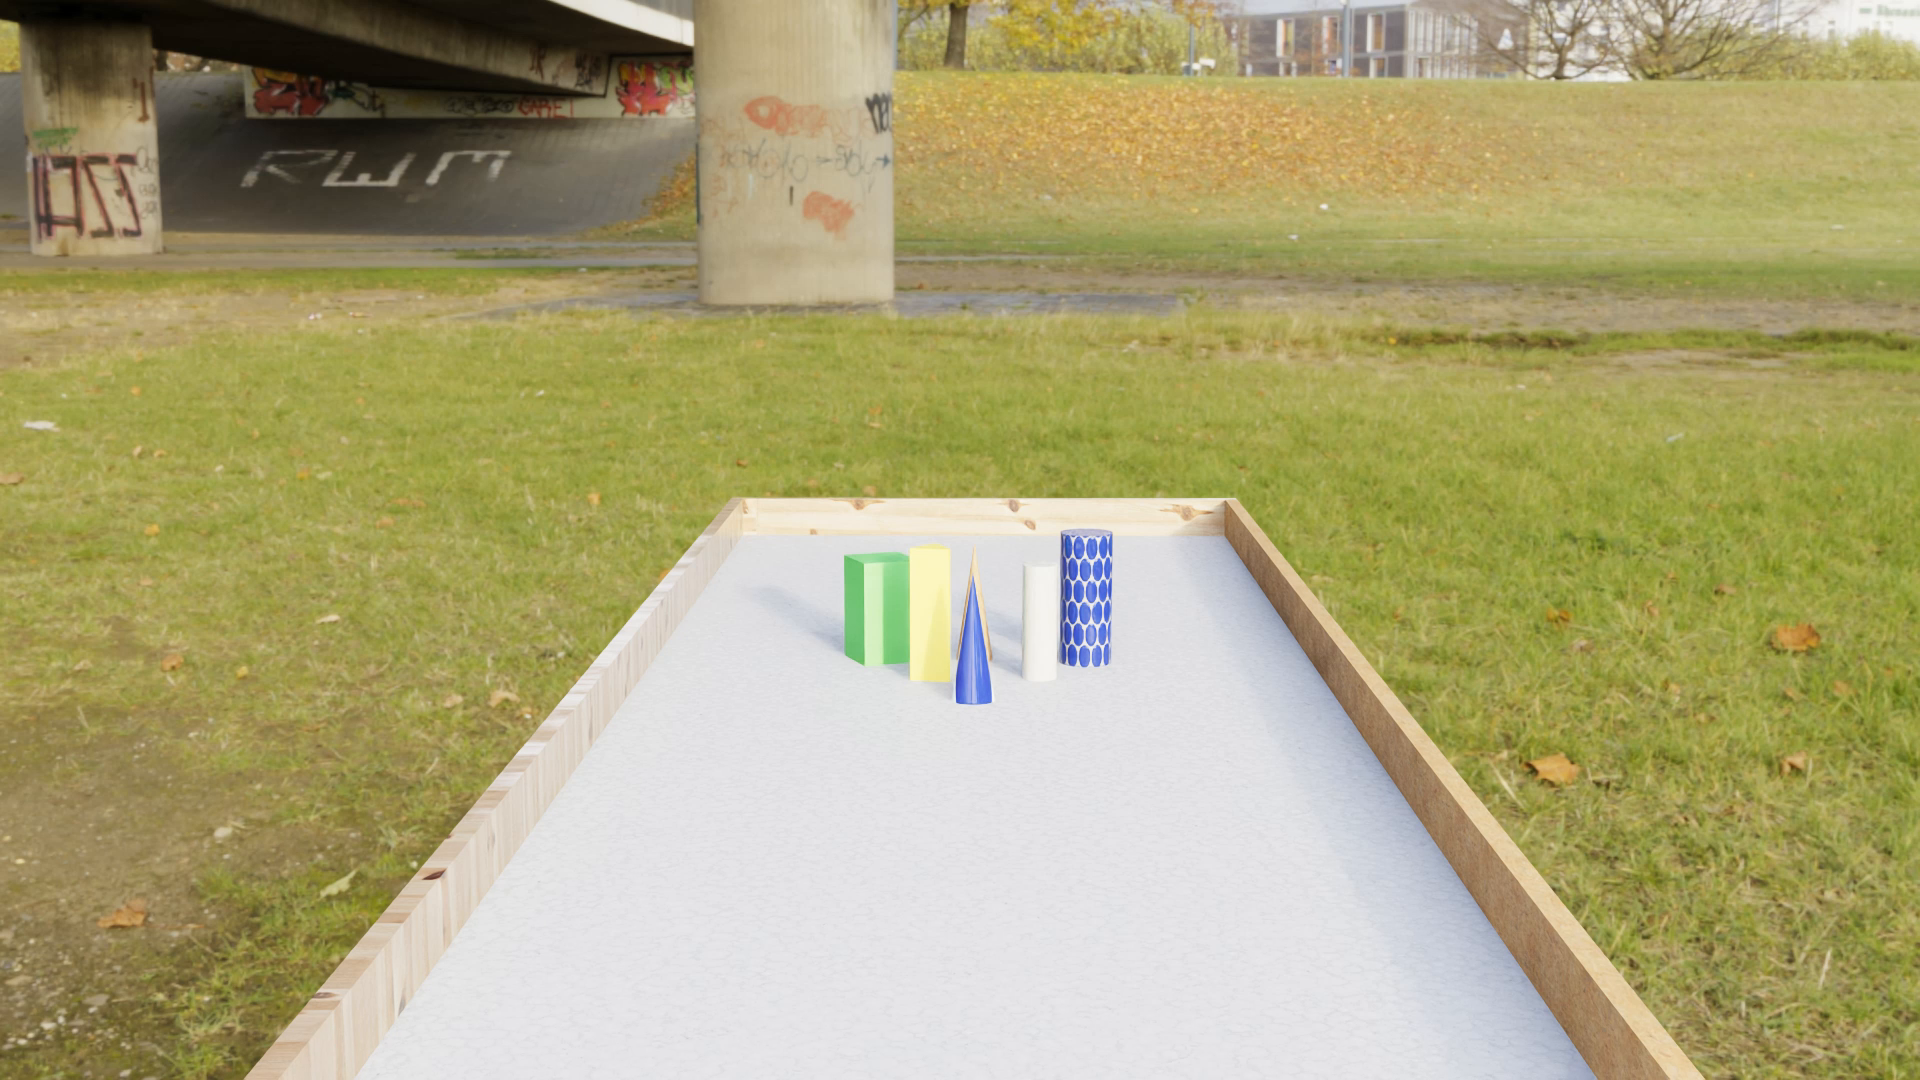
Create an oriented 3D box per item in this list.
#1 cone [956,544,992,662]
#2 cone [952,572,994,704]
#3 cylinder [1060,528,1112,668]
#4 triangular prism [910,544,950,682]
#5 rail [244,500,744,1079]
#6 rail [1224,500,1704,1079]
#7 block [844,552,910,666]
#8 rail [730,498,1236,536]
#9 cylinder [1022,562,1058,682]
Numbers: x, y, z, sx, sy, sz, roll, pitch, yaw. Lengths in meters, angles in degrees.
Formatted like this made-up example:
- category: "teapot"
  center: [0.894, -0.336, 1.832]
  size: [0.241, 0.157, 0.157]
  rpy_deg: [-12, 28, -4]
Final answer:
- category: "cone"
  center: [0.044, 0.185, 6.683]
  size: [0.111, 0.364, 0.111]
  rpy_deg: [0, 9, 0]
- category: "cone"
  center: [0.036, 0.270, 6.147]
  size: [0.123, 0.363, 0.123]
  rpy_deg: [0, 9, 0]
- category: "cylinder"
  center: [0.381, 0.173, 6.645]
  size: [0.159, 0.398, 0.159]
  rpy_deg: [0, 9, 0]
- category: "triangular prism"
  center: [-0.079, 0.210, 6.433]
  size: [0.119, 0.391, 0.103]
  rpy_deg: [2, 9, 10]
- category: "rail"
  center: [-1.004, 0.839, 3.234]
  size: [0.050, 0.150, 12.000]
  rpy_deg: [0, 9, 1]
- category: "rail"
  center: [1.046, 0.843, 3.208]
  size: [0.050, 0.150, 12.000]
  rpy_deg: [0, 9, 1]
- category: "block"
  center: [-0.239, 0.208, 6.699]
  size: [0.175, 0.313, 0.175]
  rpy_deg: [-4, 10, -23]
- category: "rail"
  center: [0.099, -0.098, 9.147]
  size: [2.100, 0.150, 0.050]
  rpy_deg: [0, 9, 1]
- category: "cylinder"
  center: [0.233, 0.237, 6.435]
  size: [0.104, 0.337, 0.104]
  rpy_deg: [0, 9, 0]
